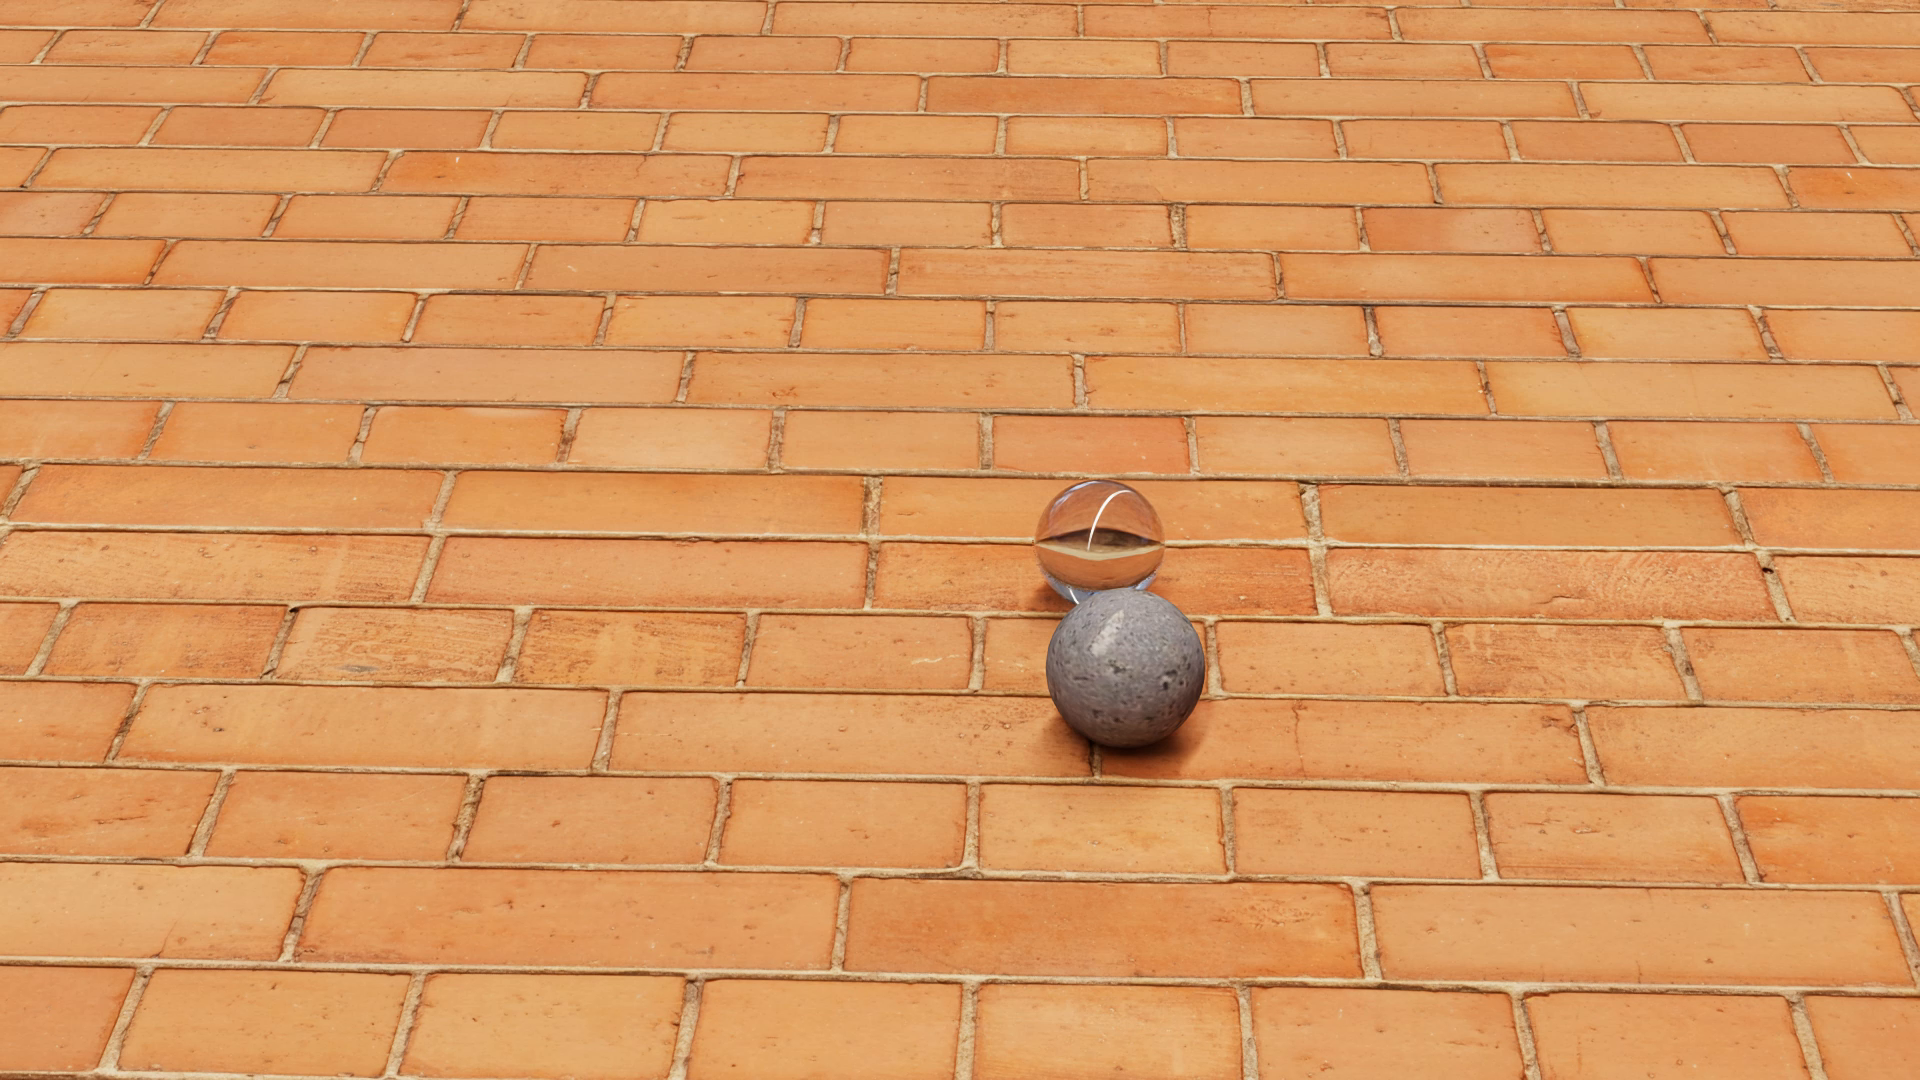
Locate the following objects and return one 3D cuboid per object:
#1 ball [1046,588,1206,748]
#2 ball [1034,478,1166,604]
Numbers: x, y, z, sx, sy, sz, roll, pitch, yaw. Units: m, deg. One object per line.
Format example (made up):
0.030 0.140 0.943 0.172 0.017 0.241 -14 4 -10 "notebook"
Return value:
0.084 0.065 1.488 0.081 0.081 0.081 0 31 0 "ball"
0.076 0.002 1.600 0.072 0.072 0.072 0 31 0 "ball"
